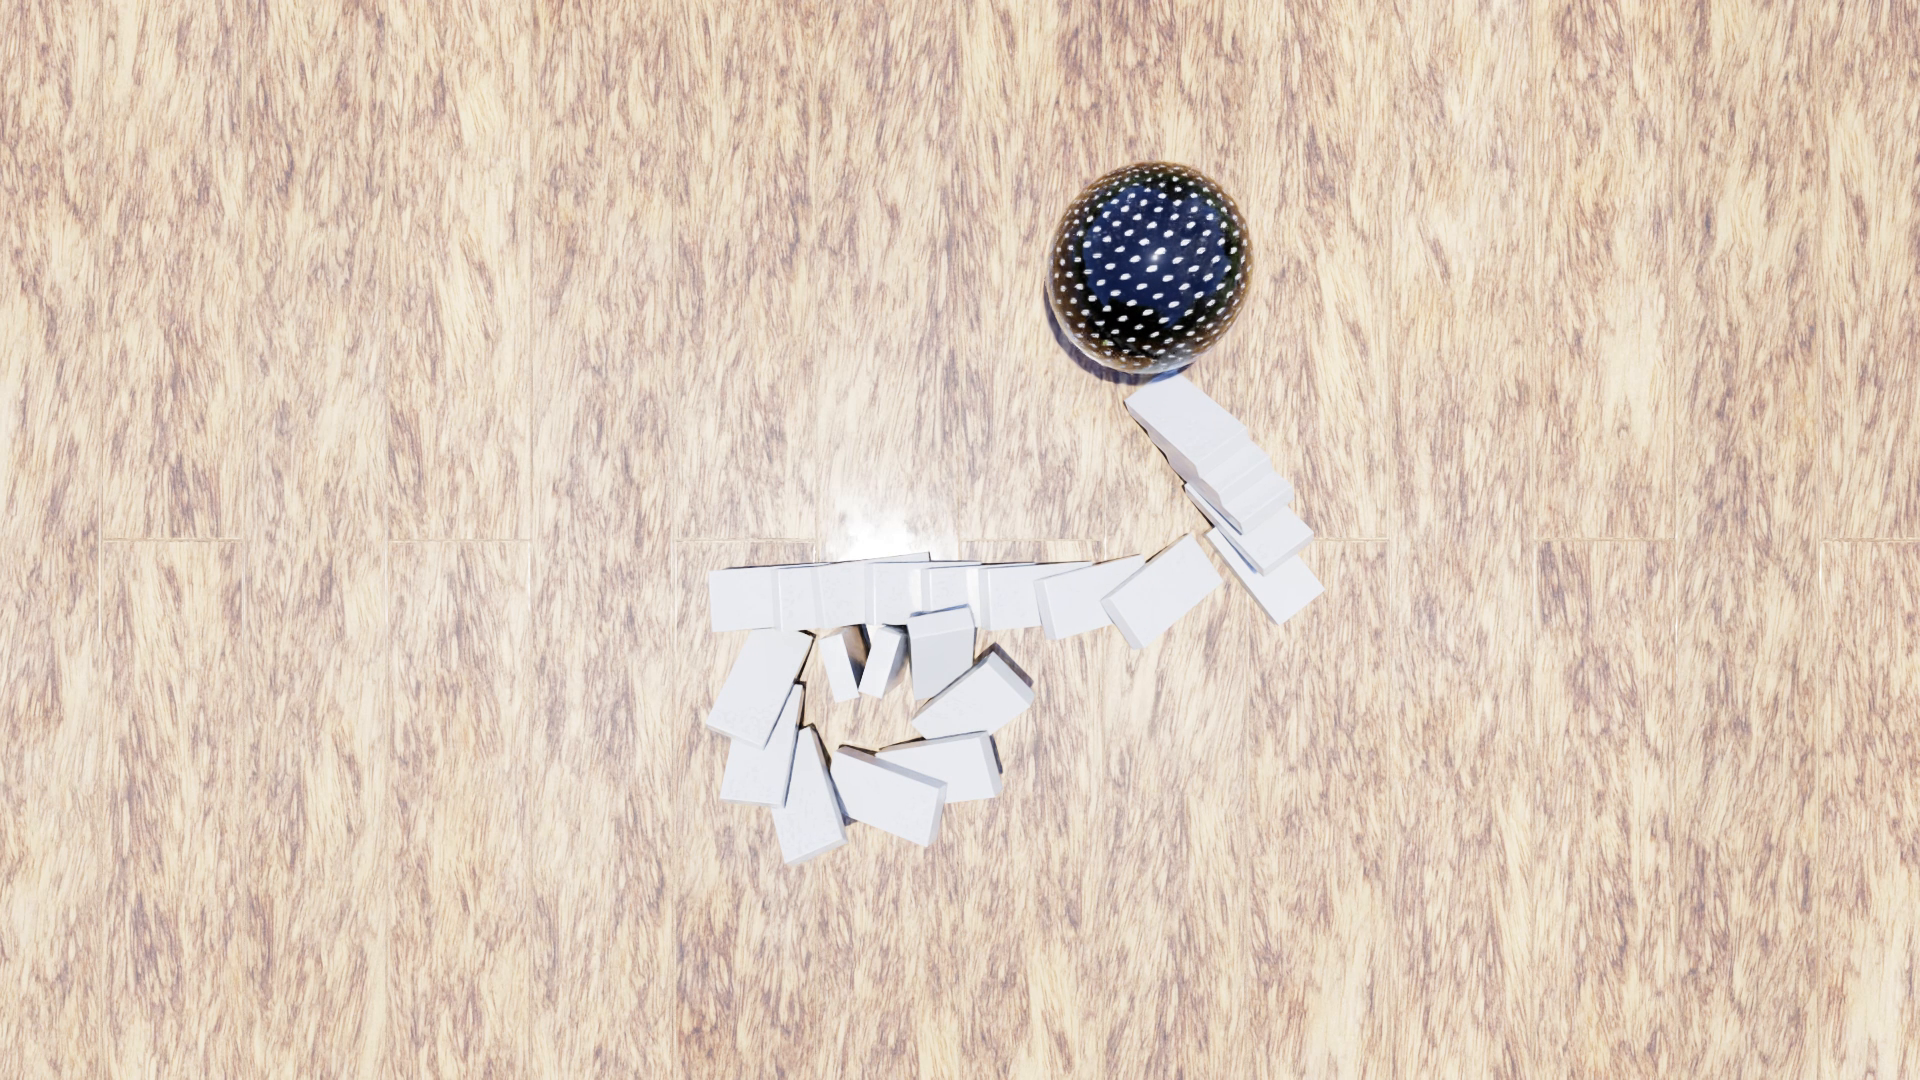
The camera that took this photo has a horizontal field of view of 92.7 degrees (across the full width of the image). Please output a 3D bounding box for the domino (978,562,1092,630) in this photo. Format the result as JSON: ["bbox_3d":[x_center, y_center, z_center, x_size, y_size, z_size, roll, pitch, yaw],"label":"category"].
[{"bbox_3d":[0.033,0.023,0.385,0.050,0.010,0.025,-3,90,-25],"label":"domino"}]

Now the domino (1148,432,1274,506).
[{"bbox_3d":[0.103,-0.038,0.380,0.025,0.009,0.050,-36,49,0],"label":"domino"}]

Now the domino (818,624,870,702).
[{"bbox_3d":[-0.046,0.049,0.375,0.010,0.050,0.025,-16,90,2],"label":"domino"}]

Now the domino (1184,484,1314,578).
[{"bbox_3d":[0.120,-0.011,0.384,0.025,0.009,0.050,-36,60,0],"label":"domino"}]

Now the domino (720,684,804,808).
[{"bbox_3d":[-0.082,0.085,0.384,0.025,0.010,0.050,6,63,0],"label":"domino"}]

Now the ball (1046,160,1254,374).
[{"bbox_3d":[0.074,-0.106,0.360,0.080,0.080,0.080,0,90,0],"label":"ball"}]

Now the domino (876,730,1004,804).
[{"bbox_3d":[-0.009,0.097,0.385,0.050,0.010,0.025,-15,90,26],"label":"domino"}]

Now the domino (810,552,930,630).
[{"bbox_3d":[-0.036,0.020,0.382,0.050,0.010,0.025,-8,92,-30],"label":"domino"}]

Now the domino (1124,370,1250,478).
[{"bbox_3d":[0.093,-0.050,0.380,0.025,0.009,0.050,-36,49,0],"label":"domino"}]

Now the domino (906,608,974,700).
[{"bbox_3d":[-0.008,0.047,0.376,0.025,0.050,0.009,-9,53,-8],"label":"domino"}]

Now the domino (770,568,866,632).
[{"bbox_3d":[-0.053,0.023,0.384,0.050,0.010,0.025,-3,90,-30],"label":"domino"}]

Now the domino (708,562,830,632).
[{"bbox_3d":[-0.080,0.024,0.387,0.050,0.010,0.025,-4,84,-18],"label":"domino"}]

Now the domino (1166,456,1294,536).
[{"bbox_3d":[0.111,-0.027,0.380,0.025,0.010,0.050,-36,49,0],"label":"domino"}]

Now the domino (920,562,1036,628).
[{"bbox_3d":[0.009,0.023,0.384,0.050,0.010,0.025,-3,90,-27],"label":"domino"}]

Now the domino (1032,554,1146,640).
[{"bbox_3d":[0.057,0.024,0.385,0.050,0.010,0.025,-13,90,-25],"label":"domino"}]

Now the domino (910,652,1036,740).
[{"bbox_3d":[0.005,0.070,0.382,0.025,0.010,0.050,45,121,-4],"label":"domino"}]

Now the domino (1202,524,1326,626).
[{"bbox_3d":[0.131,0.009,0.395,0.025,0.009,0.050,-38,90,0],"label":"domino"}]

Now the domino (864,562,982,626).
[{"bbox_3d":[-0.015,0.022,0.383,0.050,0.010,0.025,0,89,-30],"label":"domino"}]

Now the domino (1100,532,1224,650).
[{"bbox_3d":[0.085,0.021,0.386,0.050,0.009,0.025,-35,91,-23],"label":"domino"}]

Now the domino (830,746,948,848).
[{"bbox_3d":[-0.032,0.107,0.385,0.050,0.010,0.025,14,97,23],"label":"domino"}]

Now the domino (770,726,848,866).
[{"bbox_3d":[-0.066,0.107,0.383,0.025,0.009,0.050,-24,59,0],"label":"domino"}]

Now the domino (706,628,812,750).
[{"bbox_3d":[-0.084,0.060,0.385,0.025,0.010,0.050,22,64,0],"label":"domino"}]

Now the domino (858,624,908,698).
[{"bbox_3d":[-0.028,0.048,0.375,0.009,0.050,0.025,17,90,6],"label":"domino"}]
